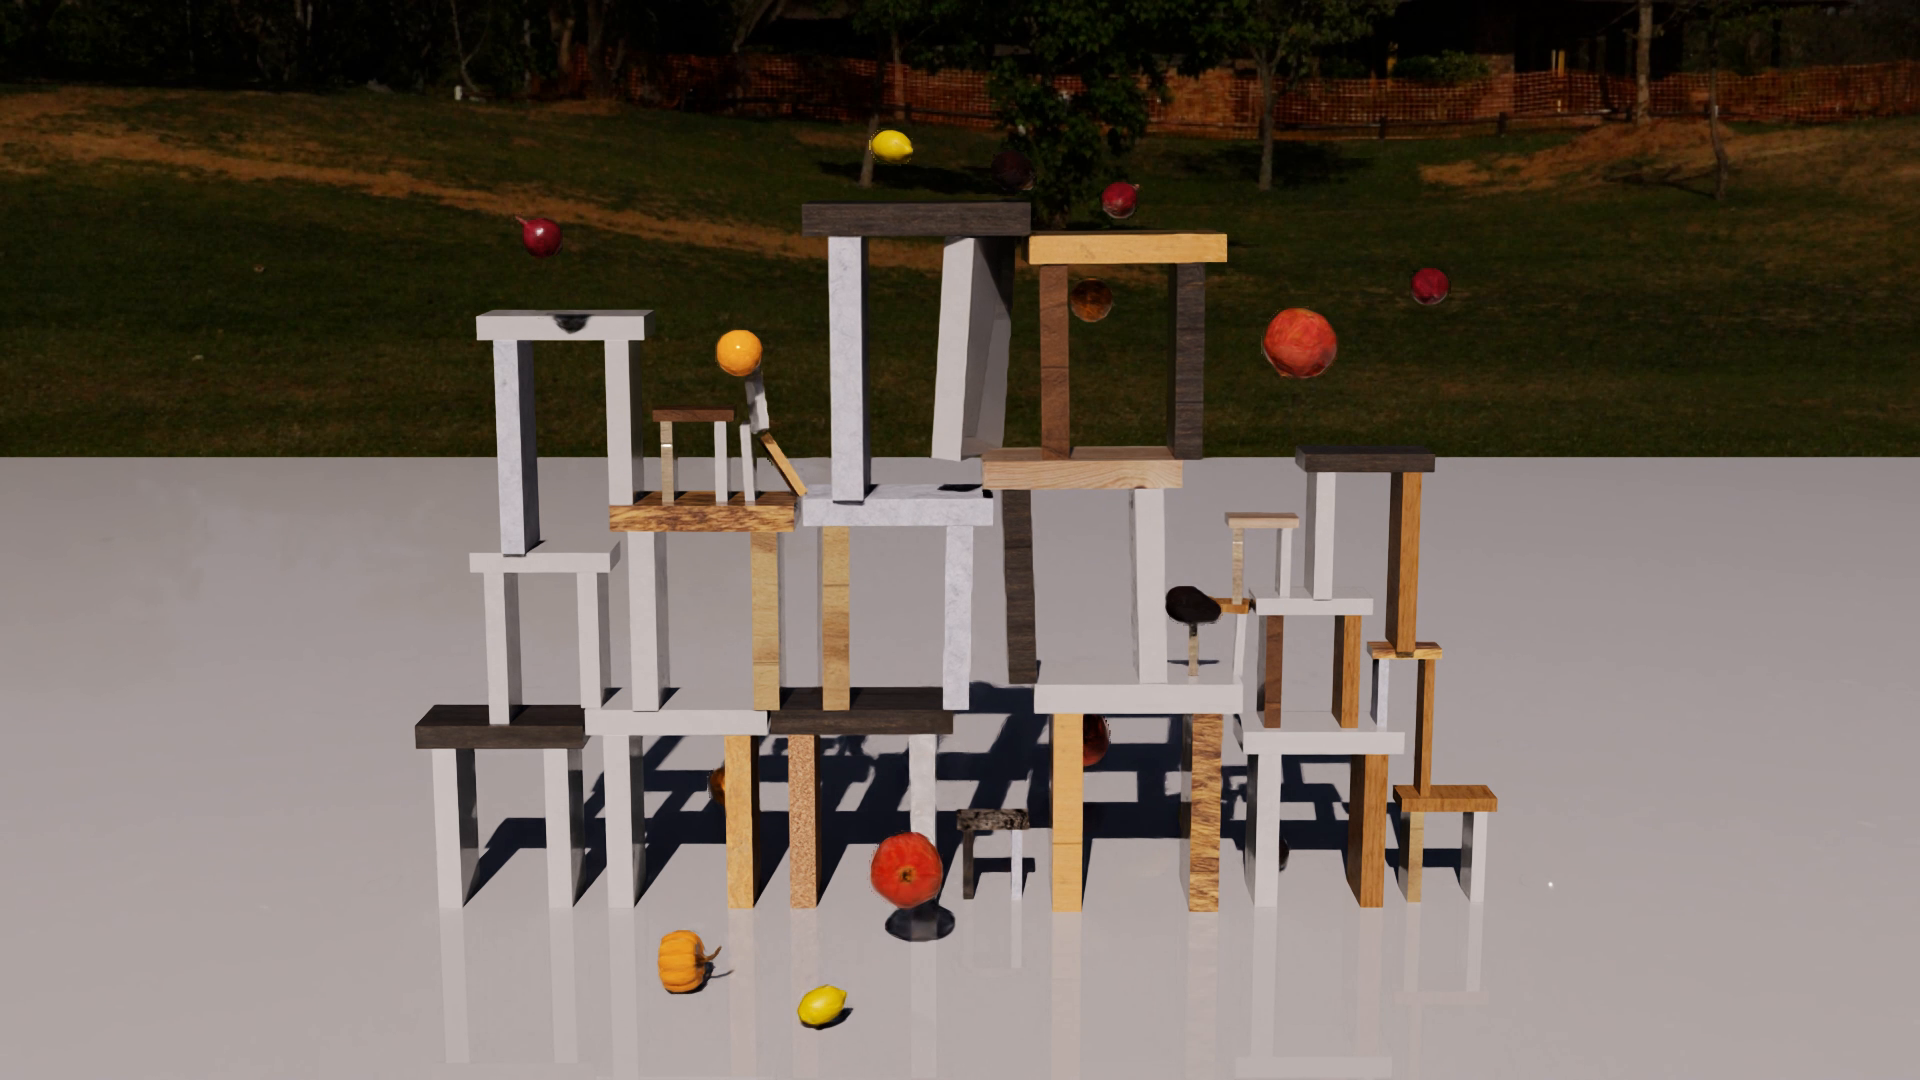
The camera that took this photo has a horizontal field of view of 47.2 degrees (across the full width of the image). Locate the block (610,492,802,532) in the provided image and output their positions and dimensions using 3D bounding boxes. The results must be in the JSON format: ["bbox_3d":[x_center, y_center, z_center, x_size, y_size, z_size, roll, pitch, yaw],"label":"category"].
[{"bbox_3d":[-0.408,-0.047,3.548,0.292,0.041,0.146,0,11,0],"label":"block"}]

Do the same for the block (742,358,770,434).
[{"bbox_3d":[-0.323,-0.228,3.484,0.016,0.112,0.056,-8,-2,-19],"label":"block"}]

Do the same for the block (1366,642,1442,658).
[{"bbox_3d":[0.725,0.180,3.592,0.112,0.016,0.056,0,11,0],"label":"block"}]

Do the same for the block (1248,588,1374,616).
[{"bbox_3d":[0.570,0.099,3.582,0.188,0.027,0.094,0,11,0],"label":"block"}]

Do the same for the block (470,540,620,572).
[{"bbox_3d":[-0.670,0.026,3.562,0.223,0.032,0.112,0,11,0],"label":"block"}]

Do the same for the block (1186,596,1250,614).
[{"bbox_3d":[0.421,0.106,3.585,0.103,0.015,0.051,2,11,11],"label":"block"}]

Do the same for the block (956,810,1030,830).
[{"bbox_3d":[0.054,0.464,3.648,0.120,0.017,0.060,0,11,0],"label":"block"}]

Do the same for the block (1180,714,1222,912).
[{"bbox_3d":[0.397,0.427,3.634,0.047,0.334,0.167,0,11,0],"label":"block"}]

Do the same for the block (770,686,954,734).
[{"bbox_3d":[-0.158,0.280,3.612,0.294,0.042,0.147,0,11,0],"label":"block"}]

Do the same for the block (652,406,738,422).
[{"bbox_3d":[-0.424,-0.203,3.521,0.129,0.018,0.064,0,11,0],"label":"block"}]

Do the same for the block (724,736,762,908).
[{"bbox_3d":[-0.359,0.445,3.644,0.042,0.293,0.147,0,11,0],"label":"block"}]

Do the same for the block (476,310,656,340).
[{"bbox_3d":[-0.623,-0.342,3.494,0.261,0.037,0.130,0,11,0],"label":"block"}]

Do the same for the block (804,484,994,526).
[{"bbox_3d":[-0.098,-0.057,3.548,0.301,0.043,0.150,0,11,-1],"label":"block"}]

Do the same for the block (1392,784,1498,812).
[{"bbox_3d":[0.801,0.427,3.635,0.156,0.022,0.078,0,11,0],"label":"block"}]

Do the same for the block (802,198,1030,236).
[{"bbox_3d":[-0.067,-0.508,3.463,0.350,0.050,0.175,0,11,0],"label":"block"}]

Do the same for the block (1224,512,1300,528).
[{"bbox_3d":[0.488,-0.032,3.554,0.113,0.016,0.056,0,11,0],"label":"block"}]

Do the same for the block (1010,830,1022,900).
[{"bbox_3d":[0.094,0.531,3.660,0.017,0.120,0.060,0,11,0],"label":"block"}]

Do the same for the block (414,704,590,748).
[{"bbox_3d":[-0.744,0.306,3.613,0.270,0.038,0.135,0,11,0],"label":"block"}]

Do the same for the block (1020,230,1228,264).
[{"bbox_3d":[0.256,-0.465,3.479,0.308,0.044,0.154,-1,11,-4],"label":"block"}]

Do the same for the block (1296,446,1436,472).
[{"bbox_3d":[0.651,-0.131,3.540,0.206,0.029,0.103,0,11,0],"label":"block"}]

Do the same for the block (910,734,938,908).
[{"bbox_3d":[-0.060,0.445,3.642,0.042,0.294,0.147,0,11,0],"label":"block"}]

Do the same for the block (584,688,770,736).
[{"bbox_3d":[-0.457,0.281,3.613,0.293,0.042,0.147,0,11,0],"label":"block"}]

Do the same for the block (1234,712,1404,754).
[{"bbox_3d":[0.588,0.317,3.616,0.260,0.037,0.130,0,11,0],"label":"block"}]

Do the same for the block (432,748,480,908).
[{"bbox_3d":[-0.834,0.458,3.642,0.038,0.270,0.135,0,11,0],"label":"block"}]

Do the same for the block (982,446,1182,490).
[{"bbox_3d":[0.192,-0.117,3.536,0.315,0.045,0.158,0,11,0],"label":"block"}]

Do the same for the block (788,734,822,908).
[{"bbox_3d":[-0.256,0.445,3.642,0.042,0.294,0.147,0,11,0],"label":"block"}]

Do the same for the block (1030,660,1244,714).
[{"bbox_3d":[0.286,0.239,3.599,0.334,0.047,0.167,0,11,0],"label":"block"}]

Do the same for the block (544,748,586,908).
[{"bbox_3d":[-0.654,0.458,3.642,0.038,0.270,0.135,0,11,0],"label":"block"}]

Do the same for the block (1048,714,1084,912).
[{"bbox_3d":[0.174,0.427,3.634,0.047,0.334,0.167,0,11,0],"label":"block"}]

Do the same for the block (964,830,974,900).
[{"bbox_3d":[0.014,0.531,3.660,0.017,0.120,0.060,0,11,0],"label":"block"}]

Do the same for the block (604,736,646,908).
[{"bbox_3d":[-0.555,0.445,3.644,0.042,0.293,0.147,0,11,0],"label":"block"}]
